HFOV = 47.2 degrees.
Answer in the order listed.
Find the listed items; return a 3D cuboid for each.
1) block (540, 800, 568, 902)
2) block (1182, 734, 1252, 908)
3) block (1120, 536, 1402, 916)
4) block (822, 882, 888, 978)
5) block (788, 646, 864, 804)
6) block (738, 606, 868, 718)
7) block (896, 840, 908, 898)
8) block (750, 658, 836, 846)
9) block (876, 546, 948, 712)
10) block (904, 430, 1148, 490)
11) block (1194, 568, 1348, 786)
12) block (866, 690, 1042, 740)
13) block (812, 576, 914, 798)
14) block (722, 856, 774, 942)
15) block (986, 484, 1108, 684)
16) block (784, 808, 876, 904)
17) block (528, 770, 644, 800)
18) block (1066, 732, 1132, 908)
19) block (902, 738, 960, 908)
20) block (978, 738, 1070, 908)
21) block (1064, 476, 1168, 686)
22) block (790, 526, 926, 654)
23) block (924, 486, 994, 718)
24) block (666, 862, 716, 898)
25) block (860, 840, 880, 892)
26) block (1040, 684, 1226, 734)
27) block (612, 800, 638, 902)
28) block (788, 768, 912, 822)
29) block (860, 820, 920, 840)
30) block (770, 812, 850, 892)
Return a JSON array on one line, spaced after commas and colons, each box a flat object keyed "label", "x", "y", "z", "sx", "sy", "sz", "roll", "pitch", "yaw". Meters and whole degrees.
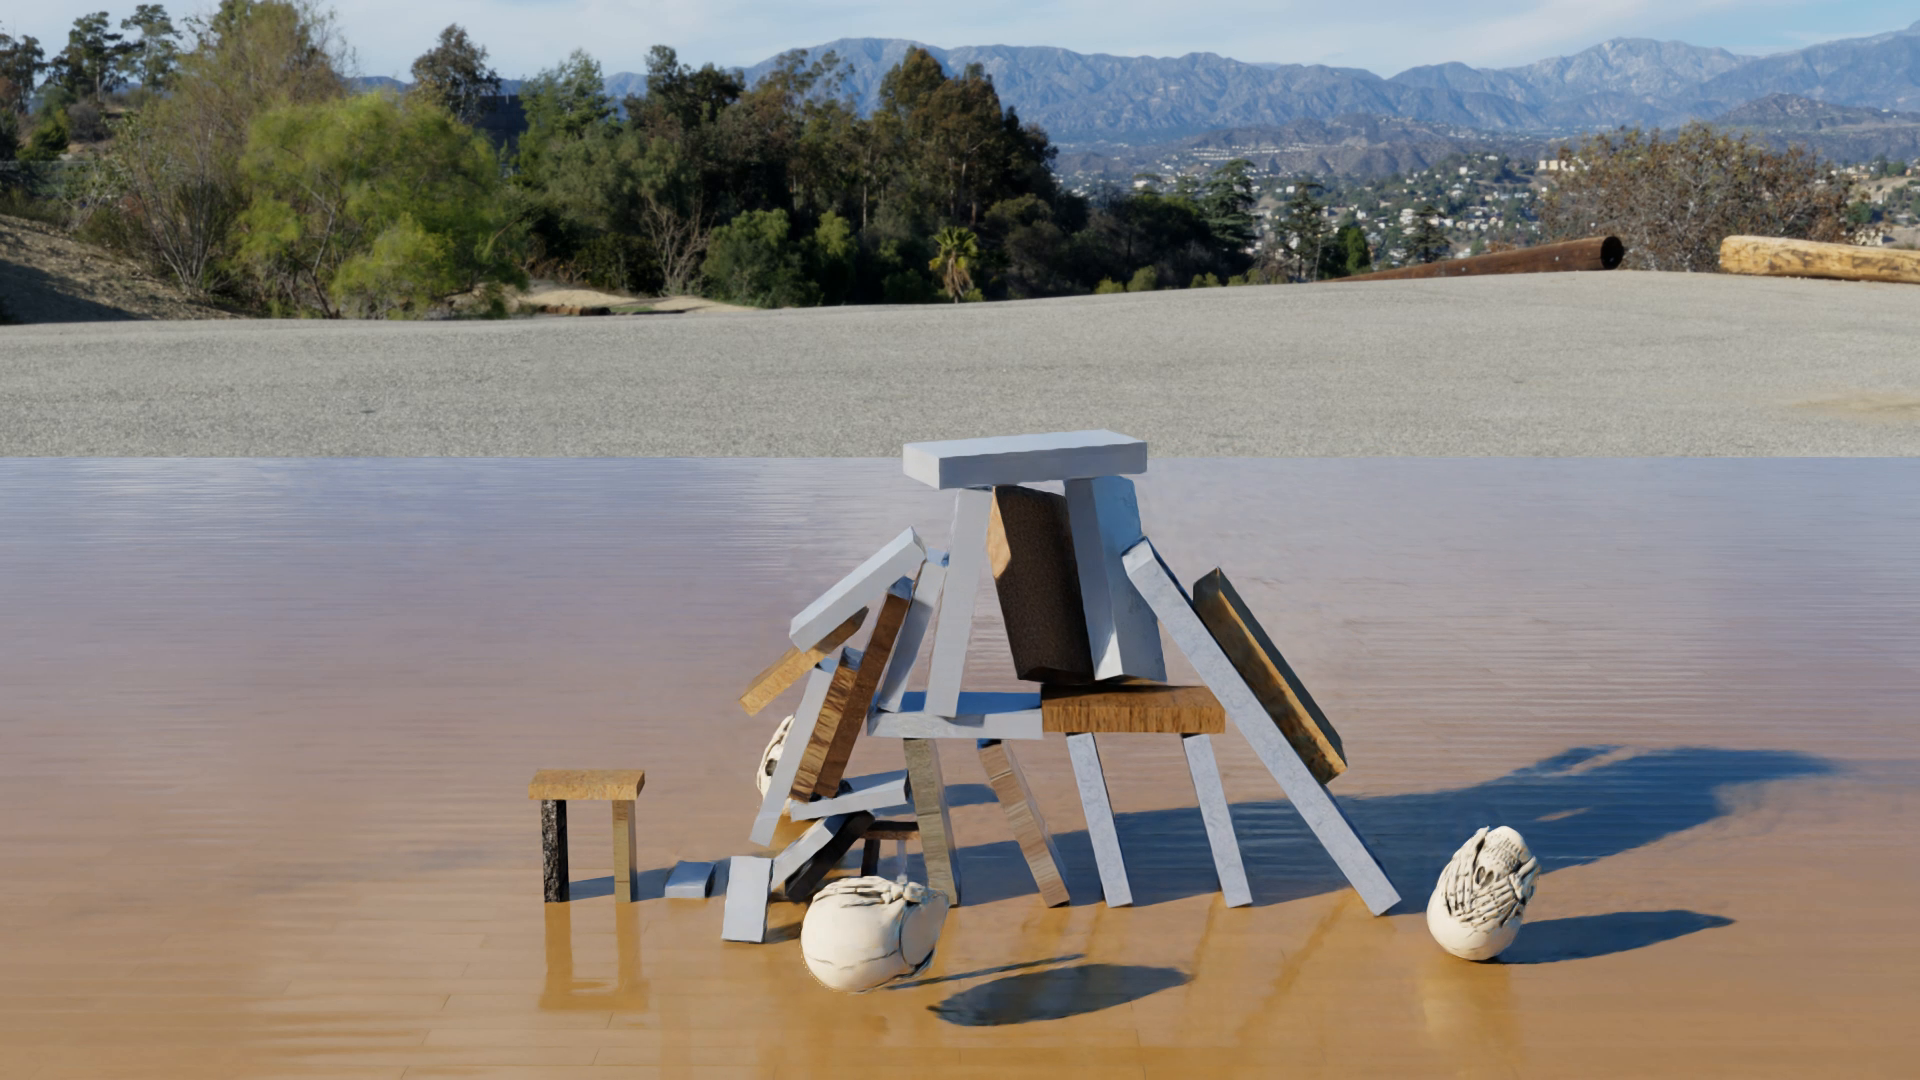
[{"label": "block", "x": -0.673, "y": 0.503, "z": 3.653, "sx": 0.025, "sy": 0.176, "sz": 0.088, "roll": 0, "pitch": 11, "yaw": 0}, {"label": "block", "x": 0.421, "y": 0.444, "z": 3.645, "sx": 0.042, "sy": 0.295, "sz": 0.148, "roll": -15, "pitch": 10, "yaw": 4}, {"label": "block", "x": 0.490, "y": 0.302, "z": 3.593, "sx": 0.051, "sy": 0.697, "sz": 0.180, "roll": -35, "pitch": 8, "yaw": 7}, {"label": "block", "x": -0.153, "y": 0.571, "z": 3.216, "sx": 0.065, "sy": 0.131, "sz": 0.018, "roll": -20, "pitch": 21, "yaw": -18}, {"label": "block", "x": -0.219, "y": 0.301, "z": 3.601, "sx": 0.034, "sy": 0.239, "sz": 0.120, "roll": 21, "pitch": 12, "yaw": -3}, {"label": "block", "x": -0.259, "y": 0.192, "z": 3.652, "sx": 0.239, "sy": 0.034, "sz": 0.120, "roll": -39, "pitch": 7, "yaw": 12}, {"label": "block", "x": -0.097, "y": 0.539, "z": 3.662, "sx": 0.015, "sy": 0.103, "sz": 0.051, "roll": -1, "pitch": 11, "yaw": 0}, {"label": "block", "x": -0.277, "y": 0.348, "z": 3.653, "sx": 0.034, "sy": 0.308, "sz": 0.120, "roll": 21, "pitch": 7, "yaw": -3}, {"label": "block", "x": -0.078, "y": 0.145, "z": 3.584, "sx": 0.036, "sy": 0.252, "sz": 0.126, "roll": 19, "pitch": 10, "yaw": -4}, {"label": "block", "x": 0.105, "y": -0.133, "z": 3.583, "sx": 0.356, "sy": 0.050, "sz": 0.178, "roll": -5, "pitch": 11, "yaw": -19}, {"label": "block", "x": 0.509, "y": 0.221, "z": 3.620, "sx": 0.051, "sy": 0.360, "sz": 0.180, "roll": -35, "pitch": 6, "yaw": 11}, {"label": "block", "x": -0.009, "y": 0.287, "z": 3.618, "sx": 0.284, "sy": 0.040, "sz": 0.142, "roll": 1, "pitch": 11, "yaw": 1}, {"label": "block", "x": -0.157, "y": 0.237, "z": 3.588, "sx": 0.036, "sy": 0.359, "sz": 0.126, "roll": 21, "pitch": 14, "yaw": -3}, {"label": "block", "x": -0.334, "y": 0.565, "z": 3.461, "sx": 0.065, "sy": 0.131, "sz": 0.018, "roll": 2, "pitch": -17, "yaw": 11}, {"label": "block", "x": 0.143, "y": 0.077, "z": 3.760, "sx": 0.178, "sy": 0.356, "sz": 0.050, "roll": 11, "pitch": -35, "yaw": -39}, {"label": "block", "x": -0.215, "y": 0.512, "z": 3.632, "sx": 0.027, "sy": 0.191, "sz": 0.095, "roll": 42, "pitch": 0, "yaw": -7}, {"label": "block", "x": -0.616, "y": 0.404, "z": 3.636, "sx": 0.176, "sy": 0.025, "sz": 0.088, "roll": 0, "pitch": 11, "yaw": 0}, {"label": "block", "x": 0.229, "y": 0.444, "z": 3.646, "sx": 0.042, "sy": 0.295, "sz": 0.148, "roll": -14, "pitch": 10, "yaw": 3}, {"label": "block", "x": -0.046, "y": 0.448, "z": 3.645, "sx": 0.040, "sy": 0.284, "sz": 0.142, "roll": -10, "pitch": 10, "yaw": 4}, {"label": "block", "x": 0.105, "y": 0.454, "z": 3.646, "sx": 0.040, "sy": 0.284, "sz": 0.142, "roll": -23, "pitch": 10, "yaw": 4}, {"label": "block", "x": 0.262, "y": 0.064, "z": 3.721, "sx": 0.051, "sy": 0.360, "sz": 0.180, "roll": -15, "pitch": -15, "yaw": 27}, {"label": "block", "x": -0.165, "y": 0.079, "z": 3.569, "sx": 0.252, "sy": 0.036, "sz": 0.126, "roll": -38, "pitch": 10, "yaw": 5}, {"label": "block", "x": -0.003, "y": 0.086, "z": 3.575, "sx": 0.050, "sy": 0.369, "sz": 0.178, "roll": 9, "pitch": 10, "yaw": -2}, {"label": "block", "x": -0.454, "y": 0.573, "z": 3.712, "sx": 0.065, "sy": 0.018, "sz": 0.131, "roll": 0, "pitch": 11, "yaw": 2}, {"label": "block", "x": -0.150, "y": 0.539, "z": 3.660, "sx": 0.015, "sy": 0.103, "sz": 0.051, "roll": 11, "pitch": 13, "yaw": 12}, {"label": "block", "x": 0.281, "y": 0.277, "z": 3.618, "sx": 0.295, "sy": 0.042, "sz": 0.148, "roll": 0, "pitch": 11, "yaw": 1}, {"label": "block", "x": -0.557, "y": 0.503, "z": 3.654, "sx": 0.025, "sy": 0.176, "sz": 0.088, "roll": 0, "pitch": 11, "yaw": -1}, {"label": "block", "x": -0.179, "y": 0.419, "z": 3.617, "sx": 0.191, "sy": 0.027, "sz": 0.095, "roll": -10, "pitch": 12, "yaw": 6}, {"label": "block", "x": -0.113, "y": 0.481, "z": 3.647, "sx": 0.103, "sy": 0.015, "sz": 0.051, "roll": 1, "pitch": 11, "yaw": 1}, {"label": "block", "x": -0.267, "y": 0.516, "z": 3.628, "sx": 0.191, "sy": 0.027, "sz": 0.095, "roll": -42, "pitch": 3, "yaw": 21}]
